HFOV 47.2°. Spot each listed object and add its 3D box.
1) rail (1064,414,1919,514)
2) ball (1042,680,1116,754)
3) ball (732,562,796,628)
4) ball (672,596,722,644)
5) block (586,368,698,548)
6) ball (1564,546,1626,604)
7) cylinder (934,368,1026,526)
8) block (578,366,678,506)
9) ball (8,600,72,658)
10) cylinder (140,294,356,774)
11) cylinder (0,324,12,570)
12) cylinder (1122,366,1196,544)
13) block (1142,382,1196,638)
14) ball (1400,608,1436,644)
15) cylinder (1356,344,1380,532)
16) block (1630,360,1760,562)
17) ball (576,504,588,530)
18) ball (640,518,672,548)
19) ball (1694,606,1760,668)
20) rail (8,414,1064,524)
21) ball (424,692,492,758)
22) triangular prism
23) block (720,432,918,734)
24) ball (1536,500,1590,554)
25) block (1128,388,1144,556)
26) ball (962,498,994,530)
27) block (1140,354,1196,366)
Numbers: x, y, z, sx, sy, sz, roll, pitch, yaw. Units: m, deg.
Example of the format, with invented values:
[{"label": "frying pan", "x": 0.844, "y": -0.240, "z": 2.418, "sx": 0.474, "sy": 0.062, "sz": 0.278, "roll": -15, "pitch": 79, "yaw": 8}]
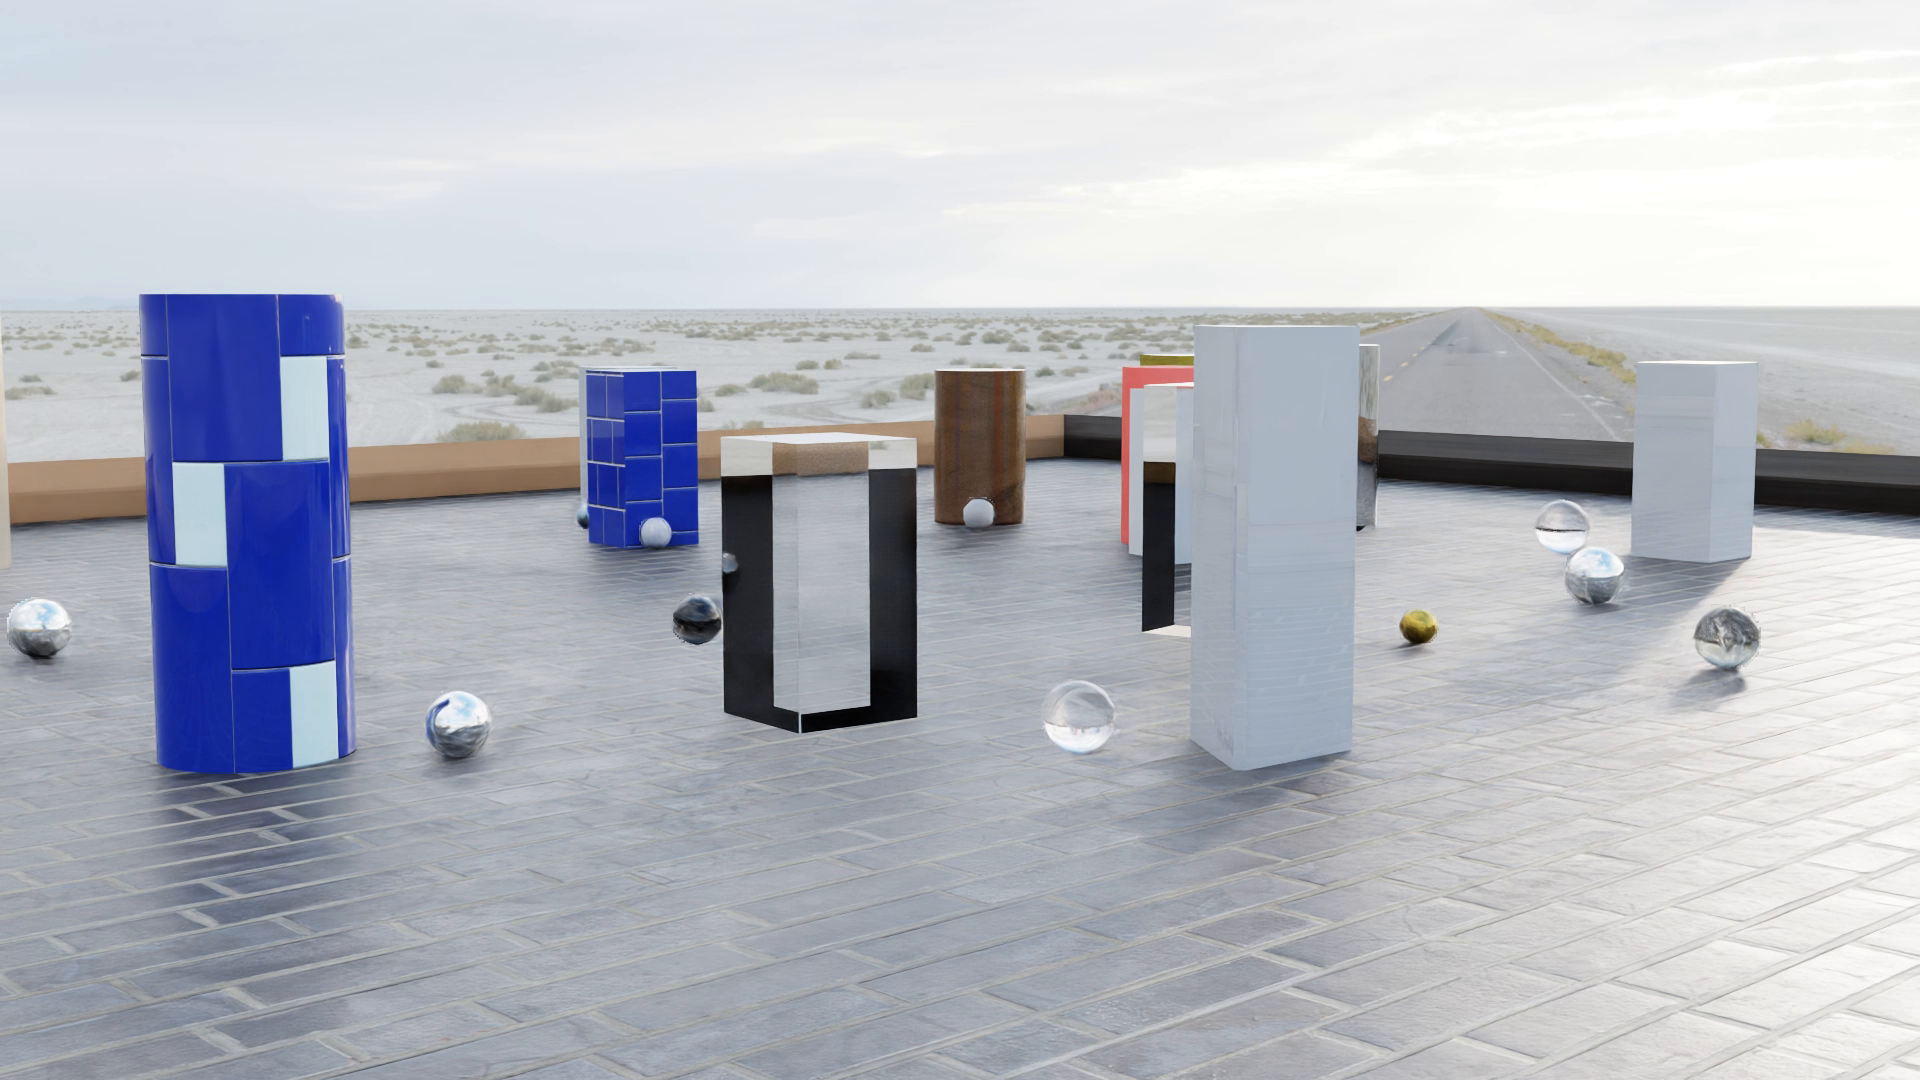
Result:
[{"label": "rail", "x": 1.819, "y": -0.143, "z": 5.002, "sx": 0.045, "sy": 0.124, "sz": 4.490, "roll": -6, "pitch": 8, "yaw": -42}, {"label": "ball", "x": 0.119, "y": 0.178, "z": 2.207, "sx": 0.073, "sy": 0.073, "sz": 0.073, "roll": 0, "pitch": 6, "yaw": 0}, {"label": "ball", "x": -0.274, "y": 0.077, "z": 3.072, "sx": 0.091, "sy": 0.091, "sz": 0.091, "roll": 0, "pitch": 6, "yaw": 0}, {"label": "ball", "x": -0.349, "y": 0.106, "z": 2.921, "sx": 0.065, "sy": 0.065, "sz": 0.065, "roll": 0, "pitch": 6, "yaw": 0}, {"label": "block", "x": -0.604, "y": -0.158, "z": 4.177, "sx": 0.153, "sy": 0.328, "sz": 0.153, "roll": -4, "pitch": 7, "yaw": -36}, {"label": "ball", "x": 0.958, "y": 0.054, "z": 3.317, "sx": 0.087, "sy": 0.087, "sz": 0.087, "roll": 0, "pitch": 6, "yaw": 0}, {"label": "cylinder", "x": 0.042, "y": -0.197, "z": 4.601, "sx": 0.192, "sy": 0.317, "sz": 0.192, "roll": 0, "pitch": 6, "yaw": 0}, {"label": "block", "x": -0.722, "y": -0.218, "z": 4.798, "sx": 0.153, "sy": 0.318, "sz": 0.153, "roll": -6, "pitch": 8, "yaw": -43}, {"label": "ball", "x": -1.175, "y": 0.113, "z": 2.810, "sx": 0.075, "sy": 0.075, "sz": 0.075, "roll": 0, "pitch": 6, "yaw": 0}, {"label": "cylinder", "x": -0.705, "y": -0.013, "z": 2.184, "sx": 0.192, "sy": 0.458, "sz": 0.192, "roll": 0, "pitch": 6, "yaw": 0}, {"label": "cylinder", "x": -1.735, "y": -0.181, "z": 3.758, "sx": 0.192, "sy": 0.461, "sz": 0.192, "roll": 0, "pitch": 6, "yaw": 0}, {"label": "cylinder", "x": 0.405, "y": -0.163, "z": 4.201, "sx": 0.192, "sy": 0.334, "sz": 0.192, "roll": 0, "pitch": 6, "yaw": 0}, {"label": "block", "x": 0.358, "y": -0.044, "z": 3.031, "sx": 0.153, "sy": 0.341, "sz": 0.153, "roll": 4, "pitch": 7, "yaw": 36}, {"label": "ball", "x": 0.609, "y": 0.115, "z": 2.923, "sx": 0.048, "sy": 0.048, "sz": 0.048, "roll": 0, "pitch": 6, "yaw": 0}, {"label": "cylinder", "x": 0.753, "y": -0.211, "z": 4.473, "sx": 0.192, "sy": 0.371, "sz": 0.192, "roll": 0, "pitch": 6, "yaw": 0}, {"label": "block", "x": 1.320, "y": -0.145, "z": 3.952, "sx": 0.153, "sy": 0.349, "sz": 0.153, "roll": -6, "pitch": 8, "yaw": -43}, {"label": "ball", "x": -0.750, "y": -0.048, "z": 4.445, "sx": 0.053, "sy": 0.053, "sz": 0.053, "roll": 0, "pitch": 6, "yaw": 0}, {"label": "ball", "x": -0.565, "y": -0.013, "z": 4.089, "sx": 0.058, "sy": 0.058, "sz": 0.058, "roll": 0, "pitch": 6, "yaw": 0}, {"label": "ball", "x": 0.950, "y": 0.121, "z": 2.725, "sx": 0.077, "sy": 0.077, "sz": 0.077, "roll": 0, "pitch": 6, "yaw": 0}, {"label": "rail", "x": -1.506, "y": -0.139, "z": 4.956, "sx": 4.999, "sy": 0.124, "sz": 0.045, "roll": -6, "pitch": 8, "yaw": -42}, {"label": "ball", "x": -0.500, "y": 0.183, "z": 2.188, "sx": 0.066, "sy": 0.066, "sz": 0.066, "roll": 0, "pitch": 6, "yaw": 0}, {"label": "triangular prism", "x": 0.288, "y": -0.001, "z": 2.212, "sx": 0.166, "sy": 0.427, "sz": 0.144, "roll": -5, "pitch": 8, "yaw": -40}, {"label": "block", "x": -0.154, "y": 0.041, "z": 2.401, "sx": 0.153, "sy": 0.305, "sz": 0.153, "roll": -5, "pitch": 8, "yaw": -37}, {"label": "ball", "x": 1.099, "y": -0.024, "z": 4.013, "sx": 0.096, "sy": 0.096, "sz": 0.096, "roll": 0, "pitch": 6, "yaw": 0}, {"label": "block", "x": 0.413, "y": -0.122, "z": 3.968, "sx": 0.153, "sy": 0.300, "sz": 0.153, "roll": -3, "pitch": 7, "yaw": -30}, {"label": "ball", "x": 0.038, "y": -0.051, "z": 4.426, "sx": 0.064, "sy": 0.064, "sz": 0.064, "roll": 0, "pitch": 6, "yaw": 0}, {"label": "block", "x": 0.478, "y": -0.210, "z": 4.569, "sx": 0.153, "sy": 0.349, "sz": 0.153, "roll": -3, "pitch": 7, "yaw": -26}]
